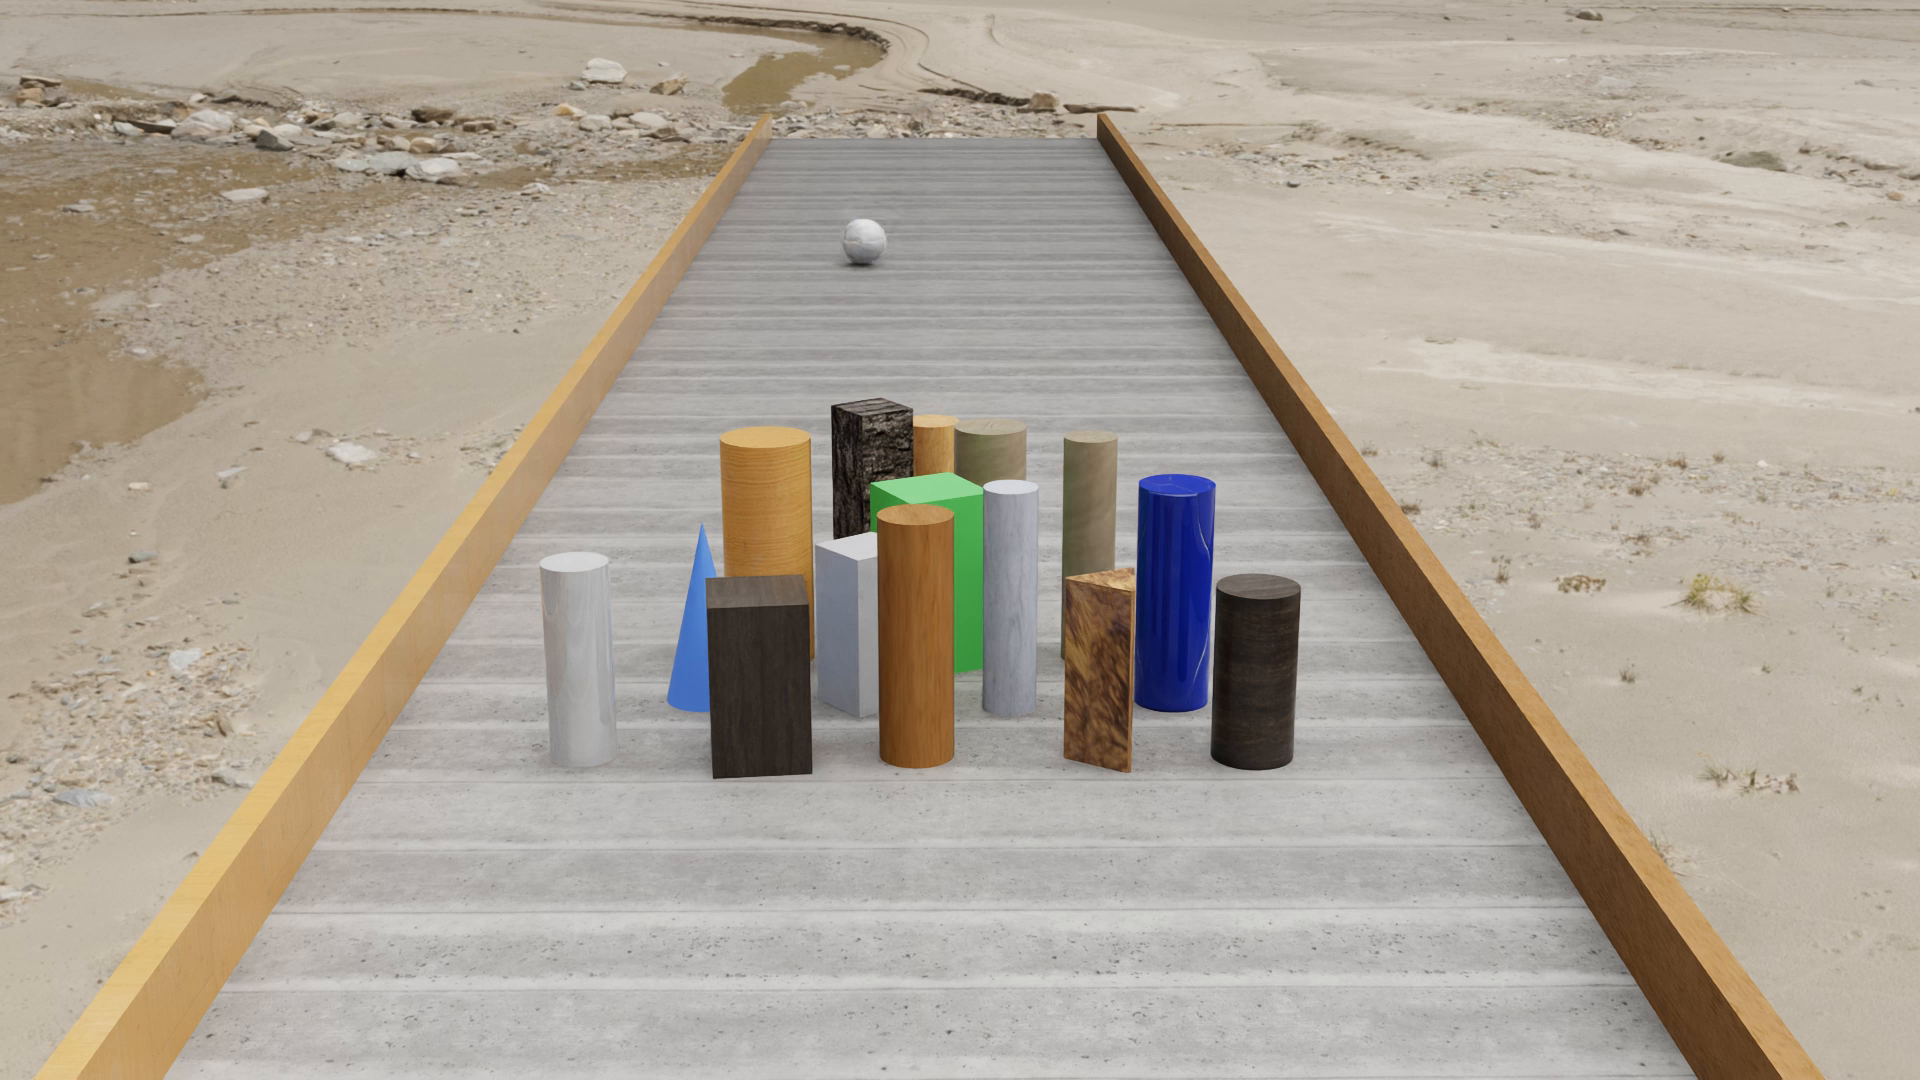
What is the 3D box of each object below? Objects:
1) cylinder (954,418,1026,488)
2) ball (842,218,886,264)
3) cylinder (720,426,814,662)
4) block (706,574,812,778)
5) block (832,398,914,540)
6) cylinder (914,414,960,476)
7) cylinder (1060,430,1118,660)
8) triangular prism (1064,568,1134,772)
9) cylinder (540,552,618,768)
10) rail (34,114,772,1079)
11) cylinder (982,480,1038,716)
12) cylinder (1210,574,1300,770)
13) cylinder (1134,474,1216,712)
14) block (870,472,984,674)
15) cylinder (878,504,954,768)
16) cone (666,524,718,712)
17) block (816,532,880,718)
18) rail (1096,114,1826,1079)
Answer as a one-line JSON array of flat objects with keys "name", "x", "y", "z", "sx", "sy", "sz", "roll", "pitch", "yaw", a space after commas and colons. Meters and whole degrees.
[{"name": "cylinder", "x": 0.063, "y": -0.034, "z": 4.606, "sx": 0.151, "sy": 0.419, "sz": 0.151, "roll": 0, "pitch": 17, "yaw": 0}, {"name": "ball", "x": -0.395, "y": -1.227, "z": 9.028, "sx": 0.185, "sy": 0.185, "sz": 0.185, "roll": 0, "pitch": 17, "yaw": 0}, {"name": "cylinder", "x": -0.382, "y": 0.016, "z": 4.374, "sx": 0.178, "sy": 0.455, "sz": 0.178, "roll": 0, "pitch": 17, "yaw": 0}, {"name": "block", "x": -0.355, "y": 0.239, "z": 3.876, "sx": 0.174, "sy": 0.313, "sz": 0.174, "roll": -2, "pitch": 17, "yaw": -7}, {"name": "block", "x": -0.183, "y": -0.062, "z": 4.646, "sx": 0.124, "sy": 0.450, "sz": 0.124, "roll": -11, "pitch": 20, "yaw": -33}, {"name": "cylinder", "x": -0.062, "y": -0.088, "z": 4.883, "sx": 0.122, "sy": 0.364, "sz": 0.122, "roll": 0, "pitch": 17, "yaw": 0}, {"name": "cylinder", "x": 0.256, "y": 0.016, "z": 4.371, "sx": 0.106, "sy": 0.457, "sz": 0.106, "roll": 0, "pitch": 17, "yaw": 0}, {"name": "triangular prism", "x": 0.272, "y": 0.223, "z": 3.888, "sx": 0.135, "sy": 0.335, "sz": 0.117, "roll": 11, "pitch": 20, "yaw": 32}, {"name": "cylinder", "x": -0.672, "y": 0.211, "z": 3.884, "sx": 0.120, "sy": 0.361, "sz": 0.120, "roll": 0, "pitch": 17, "yaw": 0}, {"name": "rail", "x": -1.118, "y": -0.838, "z": 7.780, "sx": 0.050, "sy": 0.150, "sz": 12.000, "roll": 0, "pitch": 17, "yaw": -1}, {"name": "cylinder", "x": 0.093, "y": 0.109, "z": 4.105, "sx": 0.102, "sy": 0.431, "sz": 0.102, "roll": 0, "pitch": 17, "yaw": 0}, {"name": "cylinder", "x": 0.522, "y": 0.232, "z": 3.890, "sx": 0.147, "sy": 0.317, "sz": 0.147, "roll": 0, "pitch": 17, "yaw": 0}, {"name": "cylinder", "x": 0.403, "y": 0.100, "z": 4.143, "sx": 0.143, "sy": 0.426, "sz": 0.143, "roll": 0, "pitch": 17, "yaw": 0}, {"name": "block", "x": -0.057, "y": 0.070, "z": 4.360, "sx": 0.178, "sy": 0.360, "sz": 0.178, "roll": -9, "pitch": 19, "yaw": -27}, {"name": "cylinder", "x": -0.077, "y": 0.170, "z": 3.874, "sx": 0.134, "sy": 0.446, "sz": 0.134, "roll": 0, "pitch": 17, "yaw": 0}, {"name": "cone", "x": -0.482, "y": 0.133, "z": 4.162, "sx": 0.157, "sy": 0.352, "sz": 0.157, "roll": 0, "pitch": 17, "yaw": 0}, {"name": "block", "x": -0.178, "y": 0.158, "z": 4.154, "sx": 0.133, "sy": 0.308, "sz": 0.133, "roll": -13, "pitch": 21, "yaw": -37}, {"name": "rail", "x": 0.932, "y": -0.844, "z": 7.801, "sx": 0.050, "sy": 0.150, "sz": 12.000, "roll": 0, "pitch": 17, "yaw": -1}]
